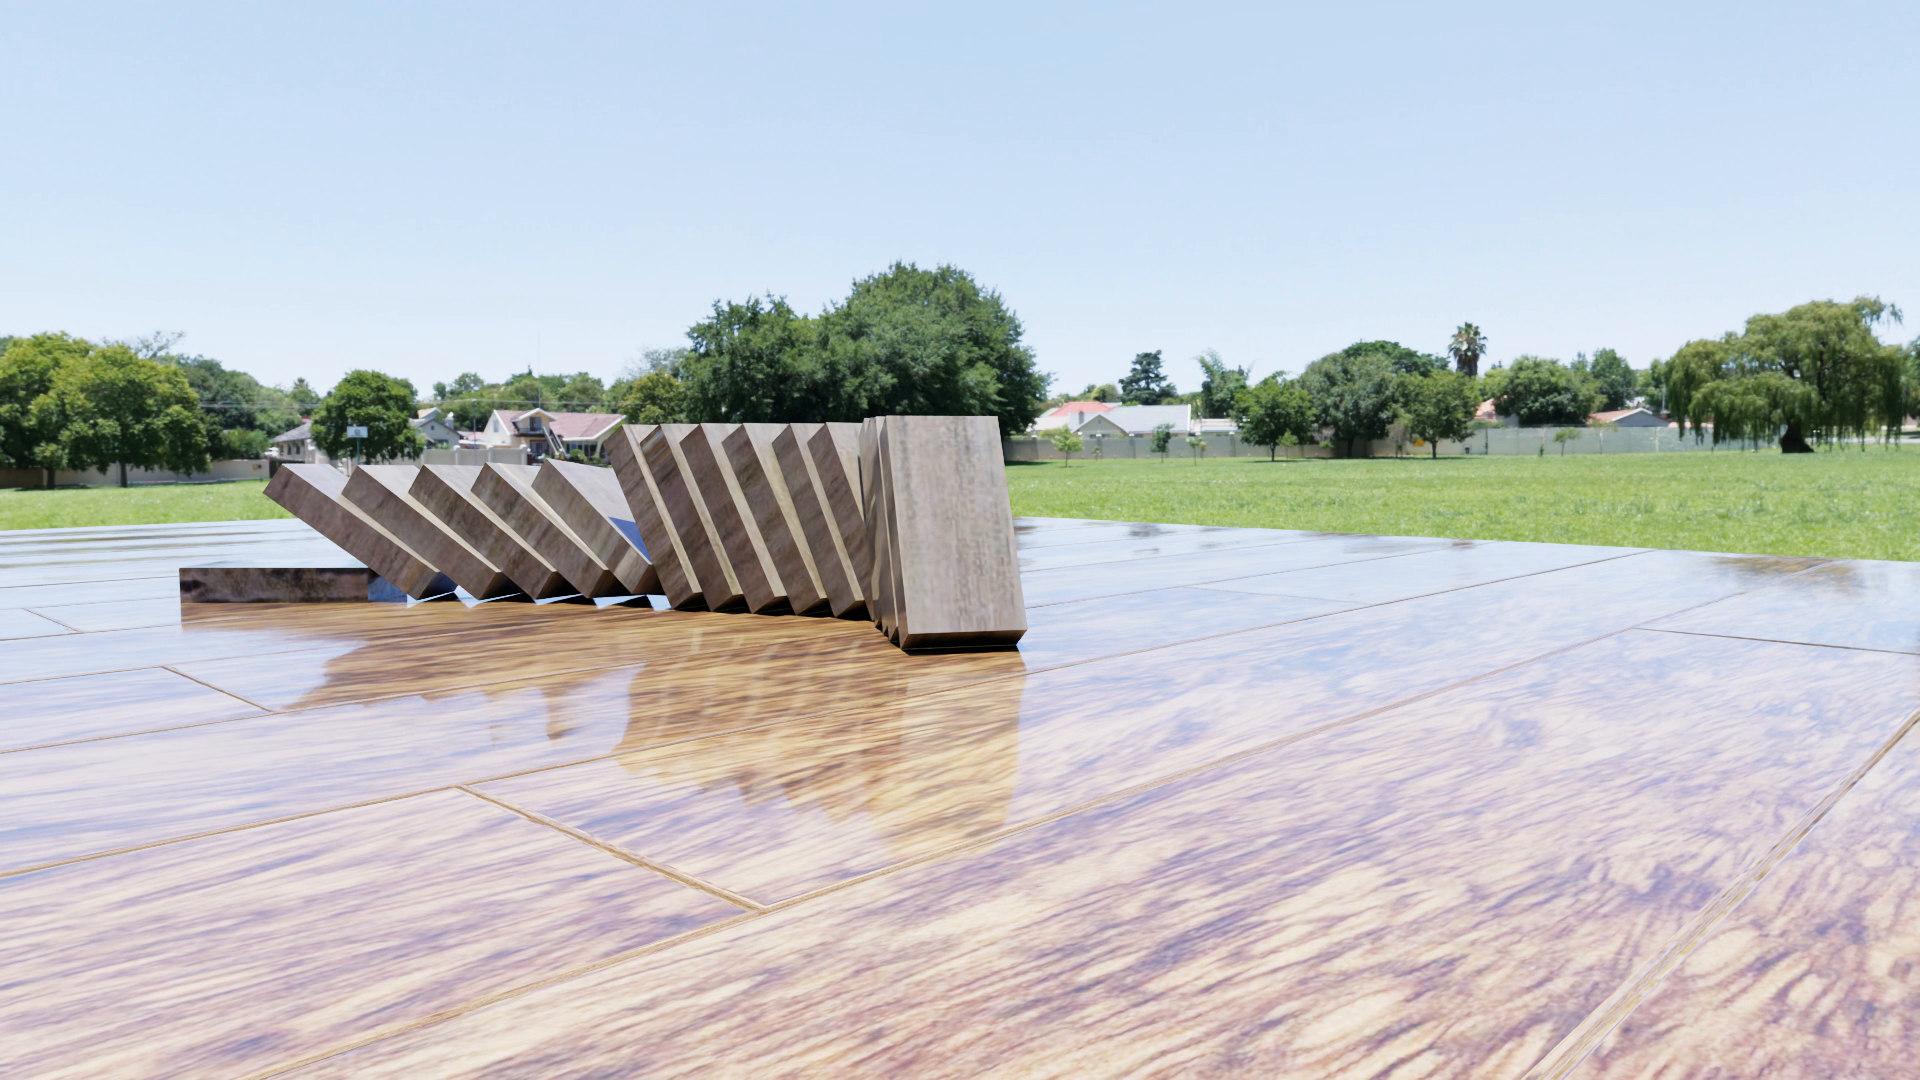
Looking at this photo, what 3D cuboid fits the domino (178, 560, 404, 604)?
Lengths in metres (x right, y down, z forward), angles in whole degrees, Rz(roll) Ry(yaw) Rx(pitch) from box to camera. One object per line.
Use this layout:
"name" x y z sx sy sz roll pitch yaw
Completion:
"domino" -0.184 0.011 0.356 0.050 0.010 0.025 0 4 -1

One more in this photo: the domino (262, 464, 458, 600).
"domino" -0.163 -0.003 0.356 0.050 0.009 0.025 35 3 -1

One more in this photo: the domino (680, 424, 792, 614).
"domino" -0.052 -0.006 0.335 0.010 0.050 0.025 -35 -17 33

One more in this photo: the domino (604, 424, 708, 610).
"domino" -0.074 -0.007 0.343 0.009 0.050 0.025 -35 -17 33

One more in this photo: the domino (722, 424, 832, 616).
"domino" -0.040 -0.006 0.331 0.009 0.050 0.025 -35 -17 33

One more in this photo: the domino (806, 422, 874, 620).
"domino" -0.018 -0.005 0.320 0.025 0.050 0.009 -3 -26 -43

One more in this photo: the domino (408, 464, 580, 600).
"domino" -0.127 -0.003 0.359 0.050 0.010 0.025 37 12 13

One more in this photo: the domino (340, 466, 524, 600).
"domino" -0.144 -0.003 0.359 0.050 0.009 0.025 36 9 7

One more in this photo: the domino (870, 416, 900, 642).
"domino" -0.005 -0.003 0.285 0.025 0.050 0.009 -1 -24 -14

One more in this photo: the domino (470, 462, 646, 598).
"domino" -0.109 -0.003 0.357 0.050 0.009 0.025 38 14 19

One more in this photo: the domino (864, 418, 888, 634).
"domino" -0.007 -0.004 0.295 0.025 0.050 0.009 -1 -24 -14

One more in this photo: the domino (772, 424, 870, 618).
"domino" -0.028 -0.006 0.327 0.025 0.050 0.009 -4 -26 -43

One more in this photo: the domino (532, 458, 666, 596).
"domino" -0.093 -0.003 0.354 0.050 0.009 0.025 40 15 27

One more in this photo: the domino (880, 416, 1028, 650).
"domino" -0.002 -0.002 0.274 0.025 0.050 0.009 -1 -24 -14

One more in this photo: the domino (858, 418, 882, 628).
"domino" -0.009 -0.005 0.306 0.025 0.050 0.010 -1 -24 -14

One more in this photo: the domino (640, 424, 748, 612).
"domino" -0.063 -0.007 0.338 0.010 0.050 0.025 -35 -17 33
